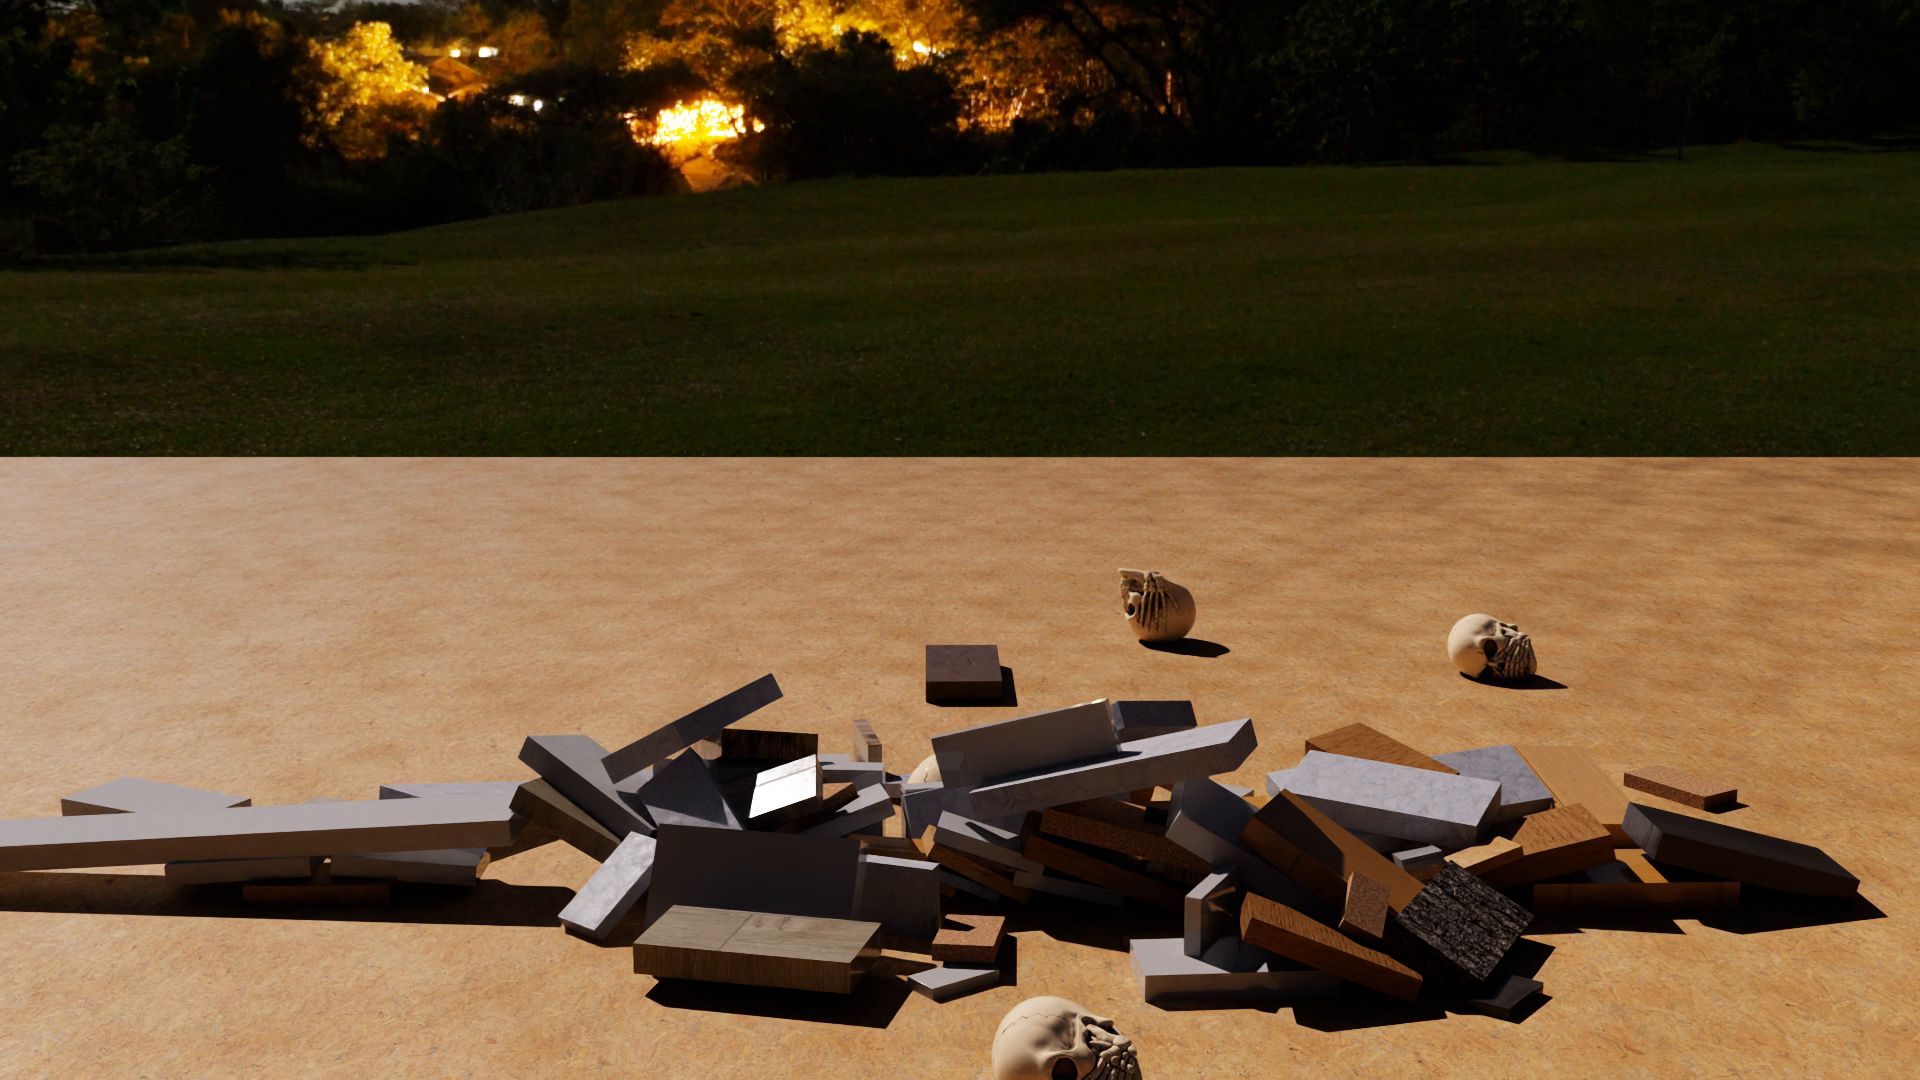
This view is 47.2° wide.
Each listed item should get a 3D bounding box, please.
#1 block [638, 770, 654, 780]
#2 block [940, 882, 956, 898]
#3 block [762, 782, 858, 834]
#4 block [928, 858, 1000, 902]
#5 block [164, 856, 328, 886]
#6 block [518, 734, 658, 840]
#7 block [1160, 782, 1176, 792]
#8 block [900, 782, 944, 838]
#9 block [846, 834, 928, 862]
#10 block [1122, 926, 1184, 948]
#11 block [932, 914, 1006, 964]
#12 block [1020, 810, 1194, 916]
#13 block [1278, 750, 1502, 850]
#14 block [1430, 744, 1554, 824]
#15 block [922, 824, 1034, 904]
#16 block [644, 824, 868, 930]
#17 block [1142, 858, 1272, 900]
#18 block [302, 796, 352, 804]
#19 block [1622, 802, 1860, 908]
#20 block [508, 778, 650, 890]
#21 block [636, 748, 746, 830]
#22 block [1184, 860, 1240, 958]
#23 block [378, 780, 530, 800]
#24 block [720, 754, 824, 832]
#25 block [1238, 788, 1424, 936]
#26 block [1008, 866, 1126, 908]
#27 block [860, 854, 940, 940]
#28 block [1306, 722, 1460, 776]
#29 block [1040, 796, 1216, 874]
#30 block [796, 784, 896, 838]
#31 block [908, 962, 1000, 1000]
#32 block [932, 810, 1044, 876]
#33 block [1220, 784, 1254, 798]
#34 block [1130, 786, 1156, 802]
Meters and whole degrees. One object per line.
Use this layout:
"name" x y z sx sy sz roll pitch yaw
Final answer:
"block" -0.491 0.472 4.084 0.346 0.049 0.173 3 5 -1
"block" -0.071 0.552 3.657 0.138 0.020 0.069 21 10 -2
"block" -0.287 0.468 3.652 0.079 0.022 0.257 -9 14 46
"block" 0.002 0.559 3.654 0.138 0.020 0.069 20 10 -3
"block" -1.192 0.536 3.687 0.239 0.034 0.120 -4 10 0
"block" -0.592 0.429 3.747 0.309 0.044 0.154 31 12 28
"block" 0.415 0.466 4.285 0.065 0.018 0.131 -6 12 -27
"block" 0.045 0.489 3.808 0.291 0.145 0.041 -2 8 -12
"block" -0.121 0.512 3.642 0.138 0.020 0.069 5 11 -3
"block" 0.305 0.626 3.441 0.091 0.013 0.045 -5 12 -27
"block" 0.015 0.616 3.400 0.093 0.026 0.186 1 4 7
"block" 0.240 0.529 3.620 0.283 0.040 0.142 20 10 -3
"block" 0.737 0.444 3.769 0.340 0.048 0.170 8 23 26
"block" 0.917 0.461 4.051 0.307 0.043 0.153 -6 37 -20
"block" 0.028 0.537 3.640 0.186 0.026 0.093 27 8 -11
"block" -0.320 0.544 3.452 0.334 0.167 0.047 3 -17 14
"block" 0.443 0.541 3.638 0.283 0.040 0.142 14 10 -2
"block" -1.072 0.519 3.931 0.312 0.044 0.156 5 11 23
"block" 1.297 0.523 3.667 0.340 0.048 0.170 14 10 -4
"block" -0.587 0.492 3.690 0.309 0.044 0.154 28 10 12
"block" -0.432 0.453 3.594 0.115 0.033 0.230 -39 47 -1
"block" 0.385 0.561 3.351 0.026 0.091 0.182 5 11 25
"block" -0.878 0.474 3.999 0.309 0.044 0.154 4 1 -42
"block" -0.340 0.437 3.643 0.230 0.033 0.115 -19 29 7
"block" 0.612 0.526 3.457 0.334 0.047 0.167 35 23 17
"block" 0.175 0.561 3.635 0.186 0.026 0.093 13 10 -6
"block" -0.145 0.562 3.504 0.230 0.115 0.033 4 11 20
"block" 0.763 0.408 3.985 0.131 0.037 0.263 -14 23 -29
"block" 0.285 0.472 3.585 0.283 0.040 0.142 13 11 13
"block" -0.224 0.472 3.670 0.221 0.031 0.111 -20 10 -8
"block" -0.009 0.654 3.278 0.125 0.018 0.063 -8 13 -37
"block" 0.052 0.499 3.623 0.186 0.026 0.093 18 10 2
"block" 0.496 0.491 4.150 0.067 0.019 0.134 7 12 32
"block" 0.214 0.455 3.947 0.291 0.145 0.041 -2 32 -27
